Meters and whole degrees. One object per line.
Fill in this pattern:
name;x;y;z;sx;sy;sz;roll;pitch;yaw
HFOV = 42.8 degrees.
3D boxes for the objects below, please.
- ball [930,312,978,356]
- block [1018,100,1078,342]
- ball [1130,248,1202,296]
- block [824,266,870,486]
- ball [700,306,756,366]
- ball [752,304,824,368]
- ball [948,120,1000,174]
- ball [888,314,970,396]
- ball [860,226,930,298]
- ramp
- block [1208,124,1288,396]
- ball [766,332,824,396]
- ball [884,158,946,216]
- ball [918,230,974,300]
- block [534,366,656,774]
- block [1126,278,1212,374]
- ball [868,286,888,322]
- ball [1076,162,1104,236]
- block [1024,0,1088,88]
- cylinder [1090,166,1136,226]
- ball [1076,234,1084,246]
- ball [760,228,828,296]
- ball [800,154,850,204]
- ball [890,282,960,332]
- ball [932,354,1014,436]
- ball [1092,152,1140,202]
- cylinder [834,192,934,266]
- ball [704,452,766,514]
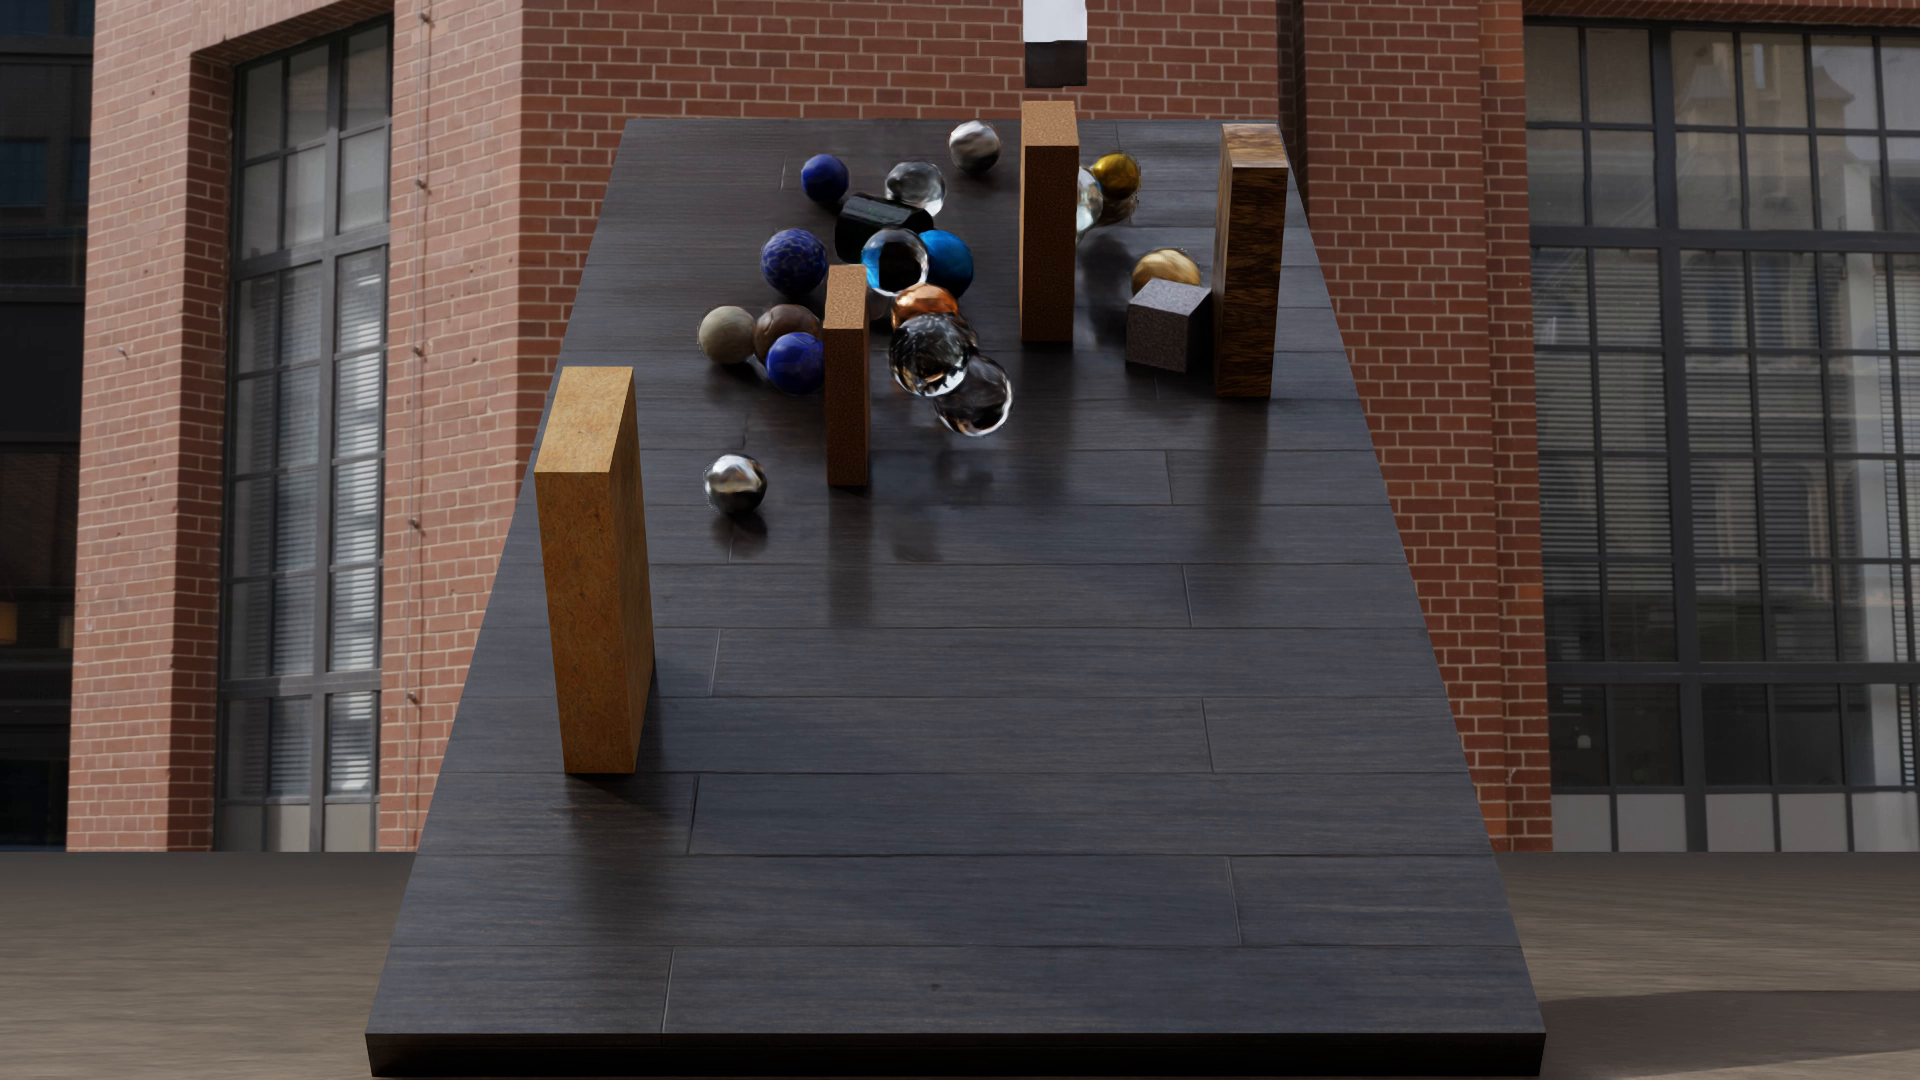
ball;-0.047;-0.471;6.041;0.187;0.187;0.187;0;-7;0
block;0.224;-0.815;6.261;0.132;0.538;0.289;0;32;0
ball;0.536;-0.667;6.362;0.182;0.182;0.182;0;-7;0
block;-0.261;-0.384;5.697;0.089;0.407;0.324;0;32;0
ball;-0.580;-0.513;6.142;0.149;0.149;0.149;0;-7;0
ball;-0.425;-0.497;6.081;0.181;0.181;0.181;0;-7;0
ball;0.042;-1.148;7.151;0.153;0.153;0.153;0;-7;0
ball;-0.072;-0.430;5.696;0.193;0.193;0.193;0;-7;0
ball;-0.165;-0.711;6.261;0.181;0.181;0.181;0;-7;0
ramp;-0.015;-0.188;5.862;2.000;0.100;4.000;0;32;0
block;0.700;-0.681;5.985;0.130;0.610;0.262;0;32;0
ball;-0.392;-0.426;5.931;0.157;0.157;0.157;0;-7;0
ball;-0.122;-0.957;6.697;0.171;0.171;0.171;0;-7;0
ball;-0.061;-0.714;6.419;0.197;0.197;0.197;0;-7;0
block;-0.698;0.059;4.735;0.134;0.678;0.400;0;32;0
block;0.527;-0.543;6.184;0.162;0.162;0.162;14;35;21
ball;-0.241;-0.623;6.352;0.113;0.113;0.113;0;-7;0
ball;0.280;-0.903;6.497;0.206;0.206;0.206;0;-7;0
block;0.281;-1.459;7.186;0.182;0.182;0.182;-2;-36;2
cylinder;0.405;-0.960;6.778;0.130;0.130;0.130;-21;30;13
ball;0.260;-0.863;6.681;0.172;0.172;0.172;0;-7;0
ball;-0.437;-0.733;6.465;0.177;0.177;0.177;0;-7;0
ball;-0.385;-1.028;6.969;0.140;0.140;0.140;0;-7;0
ball;-0.087;-0.564;6.199;0.177;0.177;0.177;0;-7;0
ball;0.032;-0.344;5.834;0.194;0.194;0.194;0;-7;0
ball;0.419;-0.977;6.591;0.131;0.131;0.131;0;-7;0
cylinder;-0.203;-0.818;6.588;0.193;0.193;0.193;19;2;27
ball;-0.507;-0.127;5.536;0.140;0.140;0.140;0;-7;0
